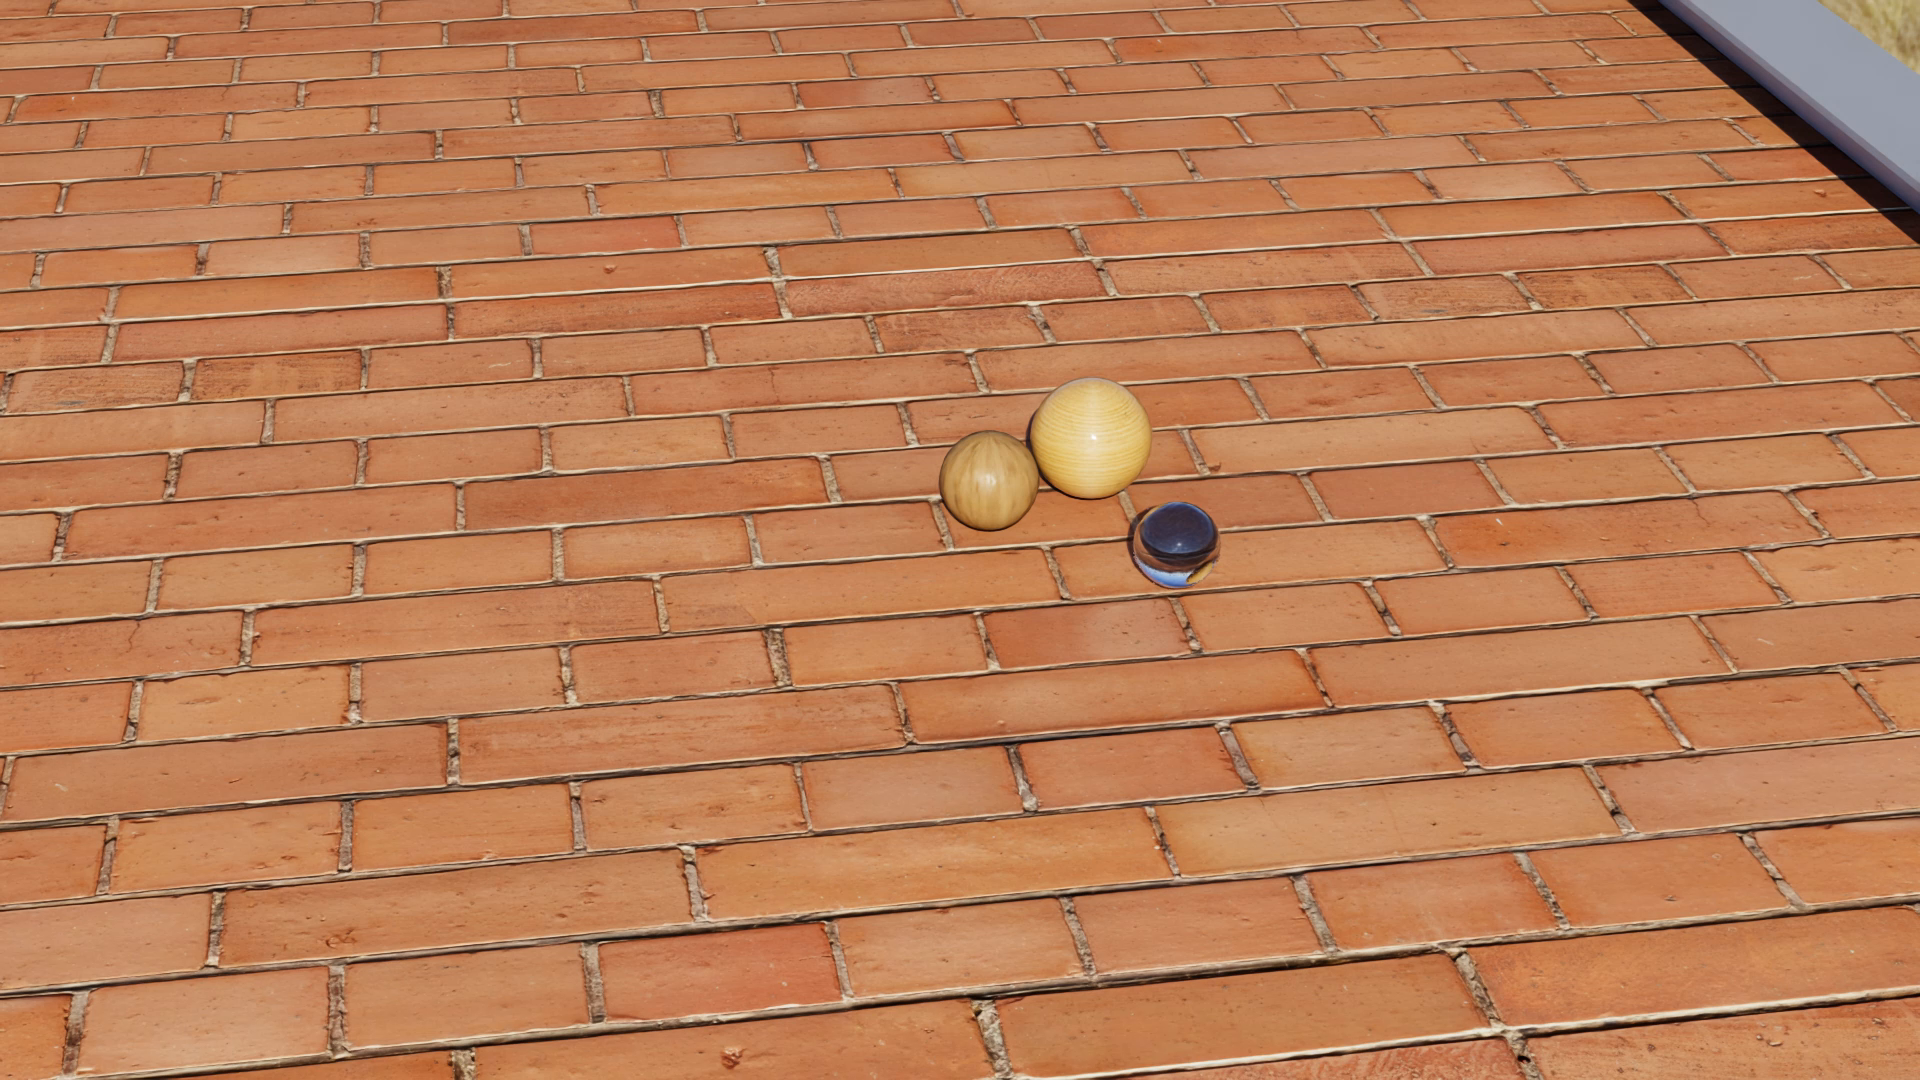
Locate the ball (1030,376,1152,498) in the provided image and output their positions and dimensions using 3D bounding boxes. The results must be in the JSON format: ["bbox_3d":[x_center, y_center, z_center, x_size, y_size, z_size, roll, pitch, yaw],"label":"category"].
[{"bbox_3d":[0.086,-0.067,1.936,0.081,0.081,0.081,0,28,0],"label":"ball"}]

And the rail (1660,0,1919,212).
[{"bbox_3d":[0.705,-0.468,2.666,0.045,0.105,3.345,-4,28,-8],"label":"rail"}]

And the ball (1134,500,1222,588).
[{"bbox_3d":[0.135,0.003,1.831,0.054,0.054,0.054,0,28,0],"label":"ball"}]

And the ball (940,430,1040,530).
[{"bbox_3d":[0.019,-0.039,1.898,0.065,0.065,0.065,0,28,0],"label":"ball"}]
